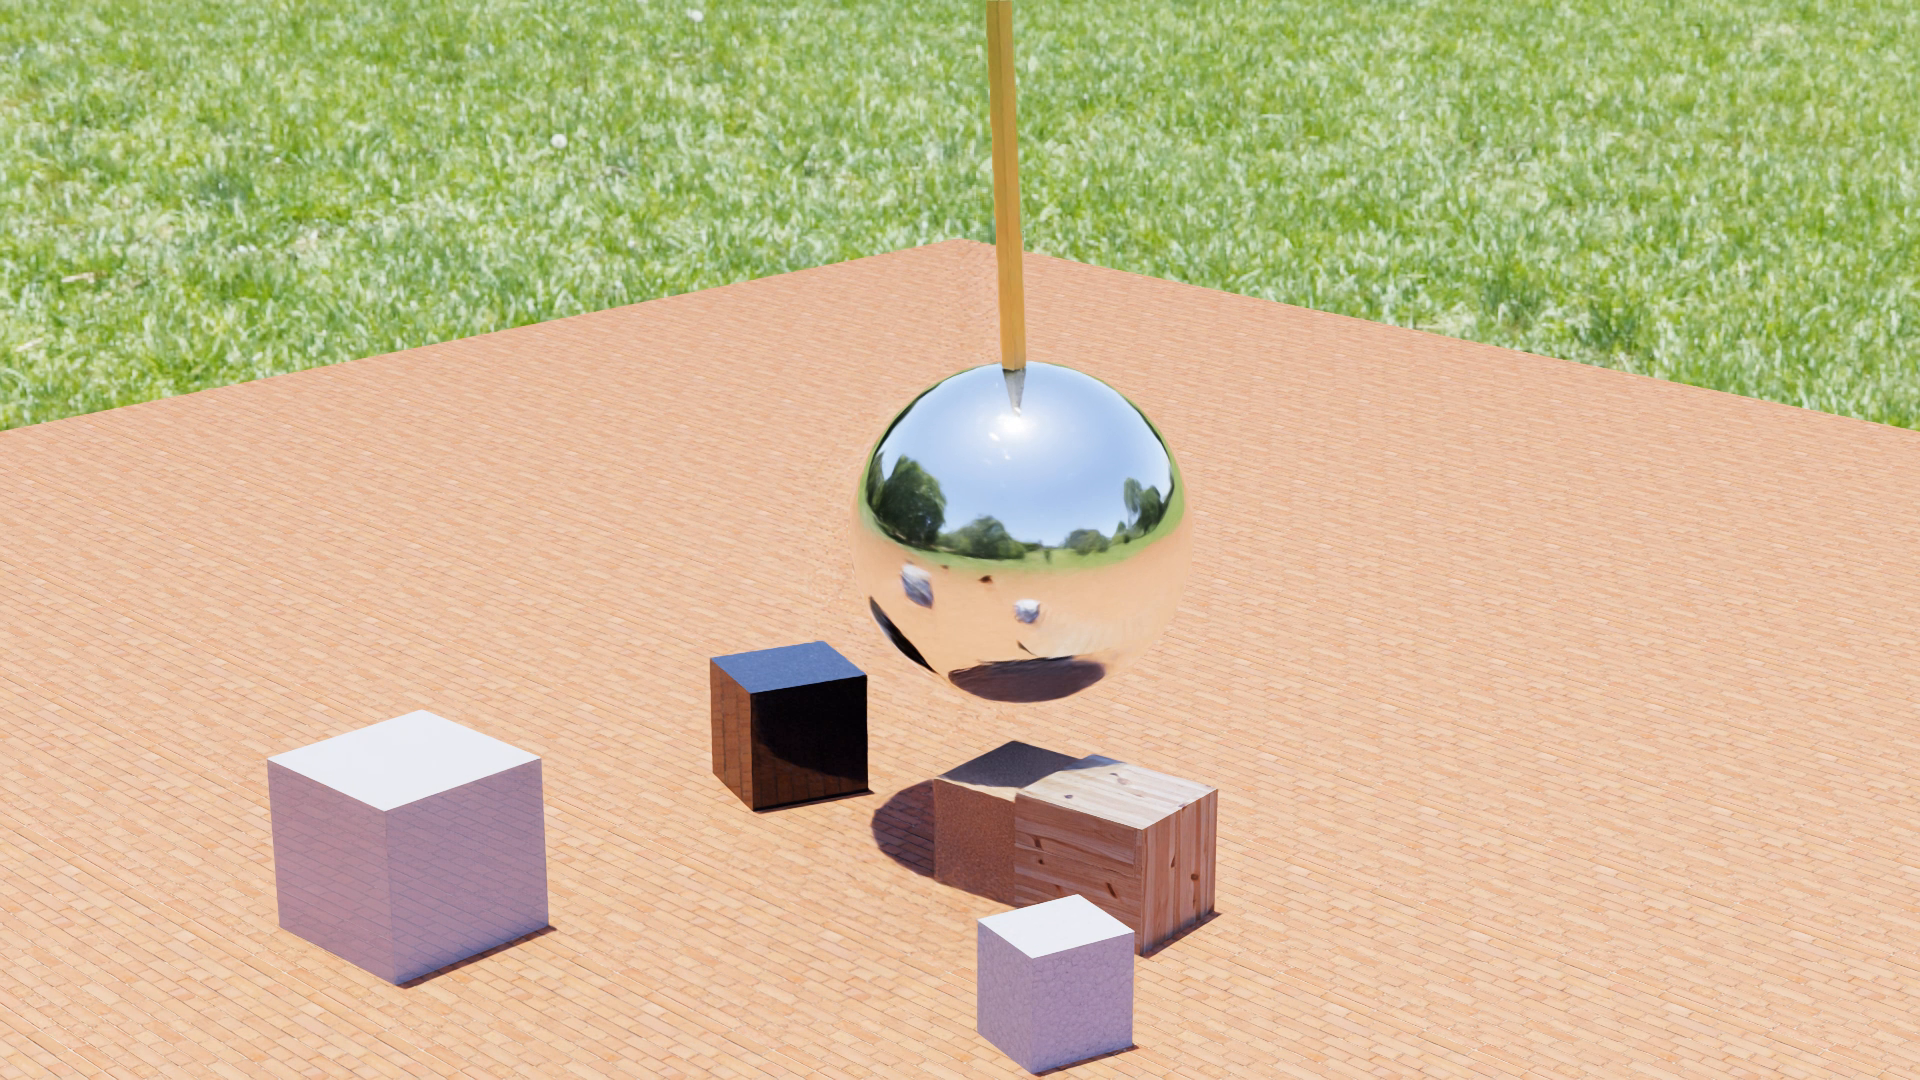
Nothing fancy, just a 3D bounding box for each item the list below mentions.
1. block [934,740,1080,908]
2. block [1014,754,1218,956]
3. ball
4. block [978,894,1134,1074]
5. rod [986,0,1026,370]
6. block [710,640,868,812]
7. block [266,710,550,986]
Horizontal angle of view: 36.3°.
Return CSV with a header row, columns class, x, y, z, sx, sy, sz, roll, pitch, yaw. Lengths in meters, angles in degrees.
class,x,y,z,sx,sy,sz,roll,pitch,yaw
block,0.265,1.293,13.381,0.507,0.509,0.596,13,22,36
block,0.689,1.381,12.969,0.676,0.589,0.586,13,22,36
ball,0.285,-0.037,13.629,1.600,1.600,1.600,0,17,0
block,0.383,1.785,11.824,0.482,0.504,0.417,-10,20,-29
rod,0.124,-3.225,12.458,0.080,5.200,0.080,17,28,42
block,-0.843,0.909,14.435,0.608,0.610,0.554,-8,19,-24
block,-2.406,1.323,12.809,0.854,0.795,0.826,16,23,41
